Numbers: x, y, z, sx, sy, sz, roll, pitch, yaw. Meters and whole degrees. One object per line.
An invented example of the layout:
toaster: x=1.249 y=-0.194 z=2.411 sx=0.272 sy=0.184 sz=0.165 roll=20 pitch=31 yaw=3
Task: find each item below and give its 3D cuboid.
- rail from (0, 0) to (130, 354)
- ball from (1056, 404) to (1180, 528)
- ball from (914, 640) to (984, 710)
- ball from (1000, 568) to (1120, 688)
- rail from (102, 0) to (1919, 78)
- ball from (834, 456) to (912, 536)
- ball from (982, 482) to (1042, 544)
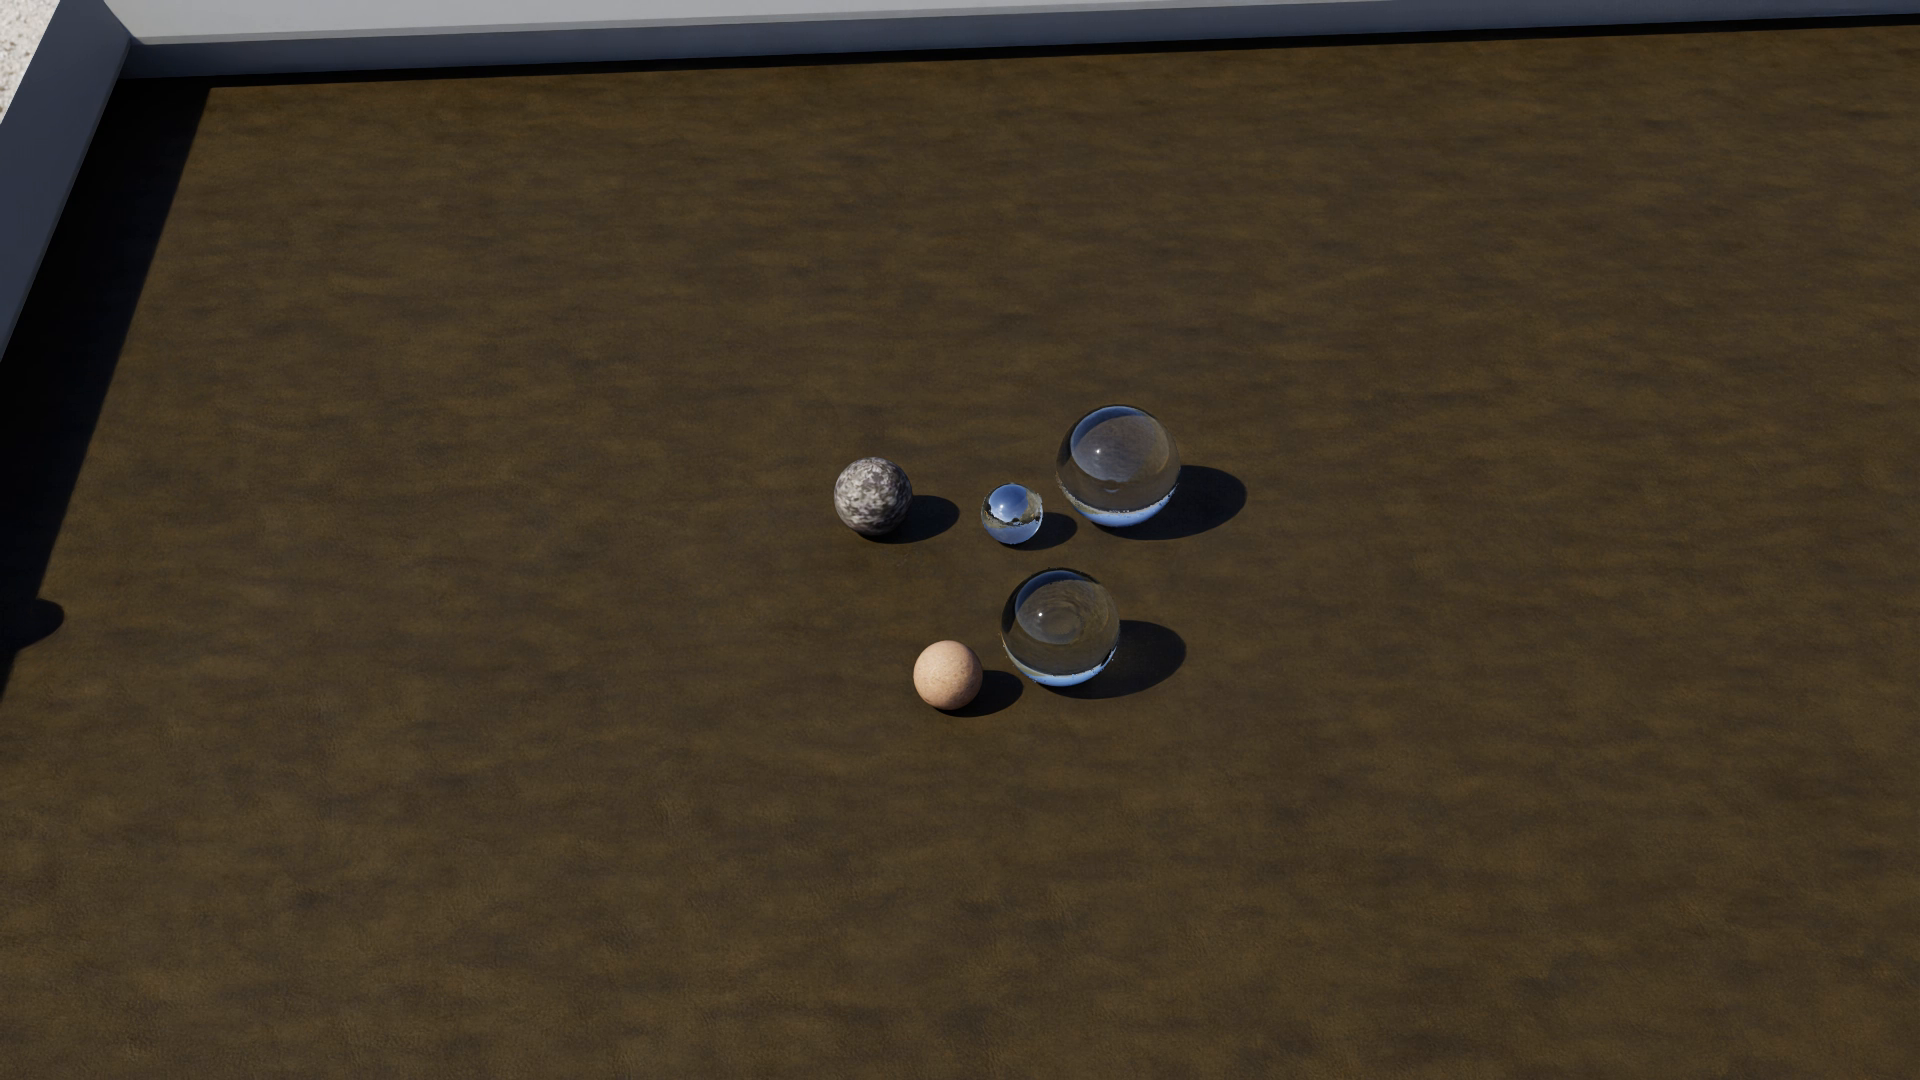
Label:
rail: x=-0.693 y=0.013 z=1.647 sx=0.045 sy=0.110 sz=1.652 roll=-3 pitch=36 yaw=-4
ball: x=0.109 y=-0.051 z=1.759 sx=0.085 sy=0.085 sz=0.085 roll=0 pitch=36 yaw=0
ball: x=-0.007 y=0.085 z=1.607 sx=0.044 sy=0.044 sz=0.044 roll=0 pitch=36 yaw=0
ball: x=0.063 y=0.055 z=1.621 sx=0.076 sy=0.076 sz=0.076 roll=0 pitch=36 yaw=0
rail: x=0.649 y=-0.525 z=2.392 sx=2.877 sy=0.110 sz=0.045 roll=-3 pitch=36 yaw=-4
ball: x=-0.059 y=-0.030 z=1.757 sx=0.054 sy=0.054 sz=0.054 roll=0 pitch=36 yaw=0
ball: x=0.036 y=-0.018 z=1.751 sx=0.042 sy=0.042 sz=0.042 roll=0 pitch=36 yaw=0
